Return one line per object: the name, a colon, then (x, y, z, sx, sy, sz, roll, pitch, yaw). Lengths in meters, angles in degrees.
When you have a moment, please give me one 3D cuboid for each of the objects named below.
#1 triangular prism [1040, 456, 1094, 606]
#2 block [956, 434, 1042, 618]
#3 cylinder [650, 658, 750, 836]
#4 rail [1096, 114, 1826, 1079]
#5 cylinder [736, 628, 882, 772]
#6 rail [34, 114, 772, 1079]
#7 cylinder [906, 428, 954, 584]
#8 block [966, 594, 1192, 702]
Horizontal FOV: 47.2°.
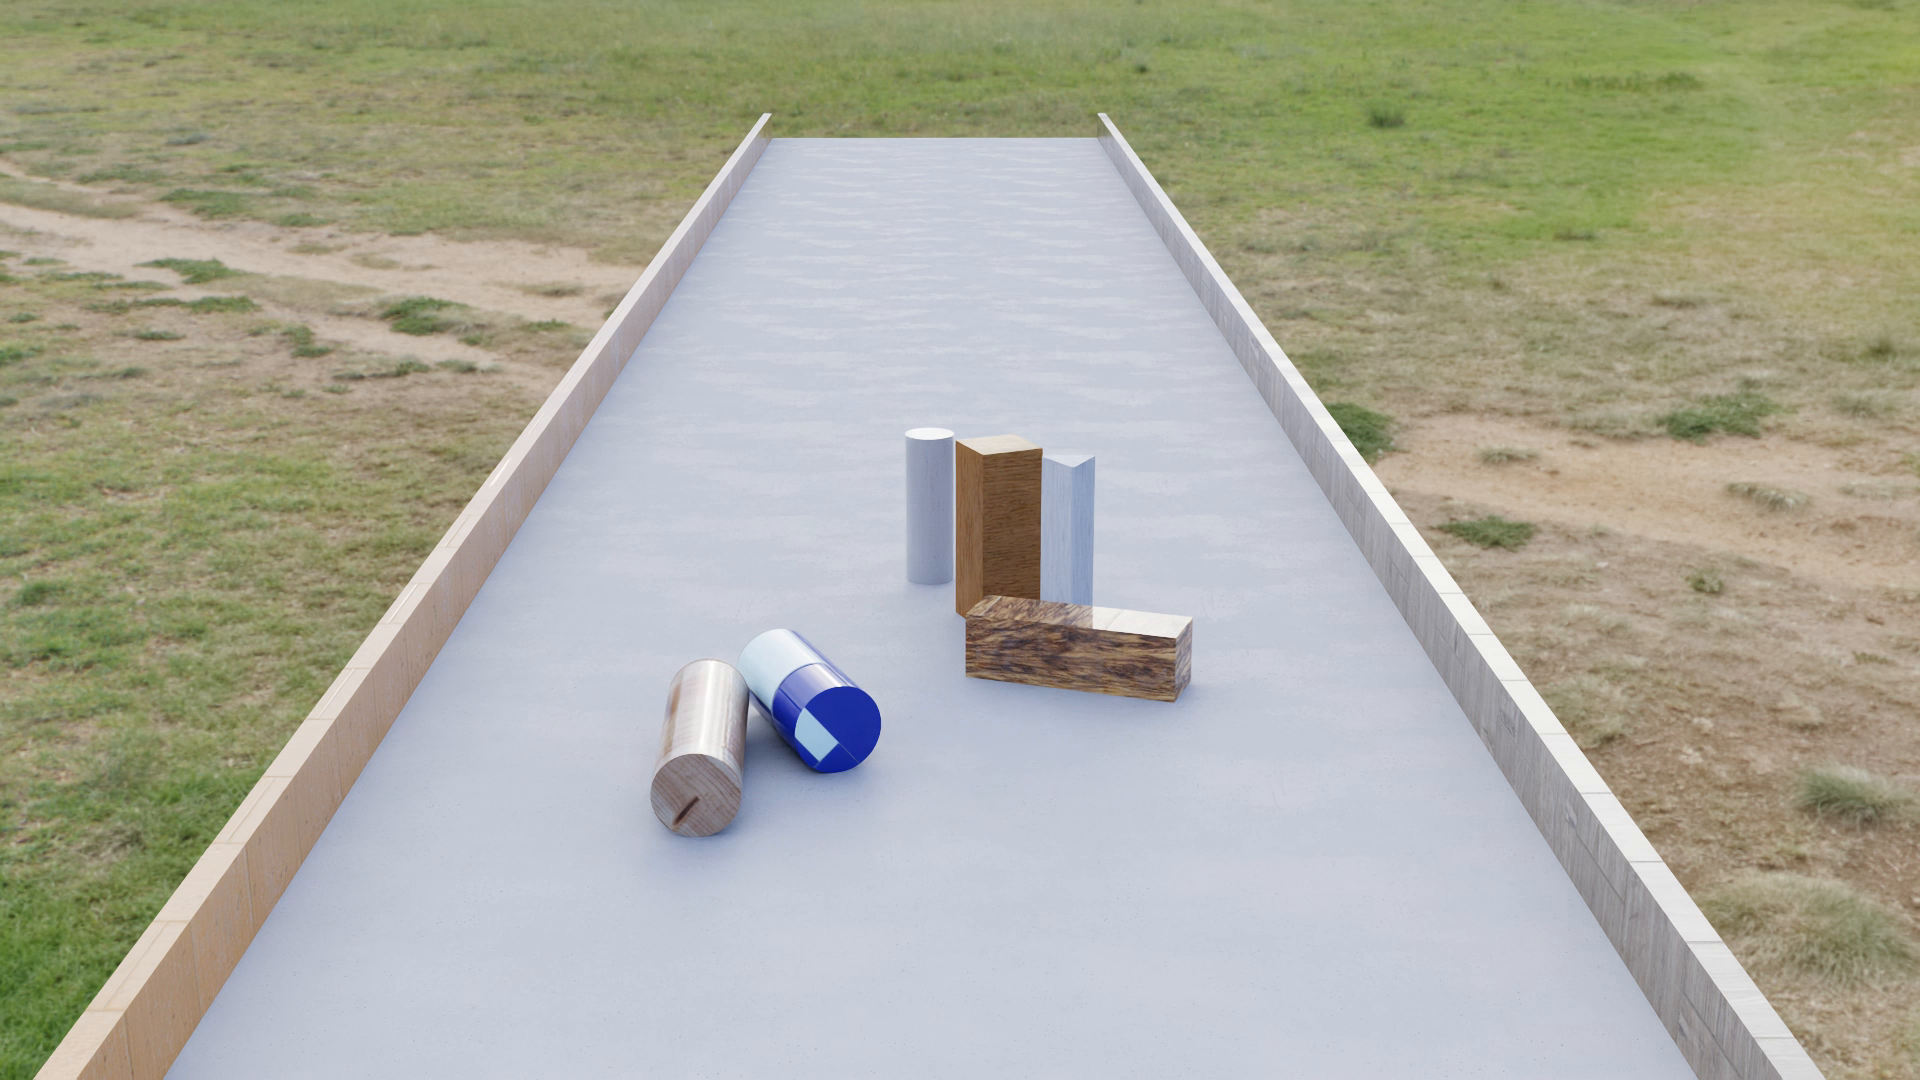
triangular prism: (0.229, 0.035, 4.391, 0.090, 0.409, 0.104, -11, 20, -32)
block: (0.081, -0.018, 4.622, 0.136, 0.379, 0.136, -7, 18, -23)
cylinder: (-0.443, 0.350, 3.790, 0.147, 0.147, 0.456, -1, 17, -3)
rail: (0.932, -0.844, 7.801, 0.050, 0.150, 12.000, 0, 17, -1)
cylinder: (-0.278, 0.286, 3.983, 0.161, 0.161, 0.337, -7, 18, -22)
rail: (-1.118, -0.838, 7.780, 0.050, 0.150, 12.000, 0, 17, -1)
cylinder: (-0.067, -0.075, 4.894, 0.107, 0.333, 0.107, 0, 17, 0)
block: (0.231, 0.210, 4.293, 0.422, 0.130, 0.130, 6, 18, 19)
